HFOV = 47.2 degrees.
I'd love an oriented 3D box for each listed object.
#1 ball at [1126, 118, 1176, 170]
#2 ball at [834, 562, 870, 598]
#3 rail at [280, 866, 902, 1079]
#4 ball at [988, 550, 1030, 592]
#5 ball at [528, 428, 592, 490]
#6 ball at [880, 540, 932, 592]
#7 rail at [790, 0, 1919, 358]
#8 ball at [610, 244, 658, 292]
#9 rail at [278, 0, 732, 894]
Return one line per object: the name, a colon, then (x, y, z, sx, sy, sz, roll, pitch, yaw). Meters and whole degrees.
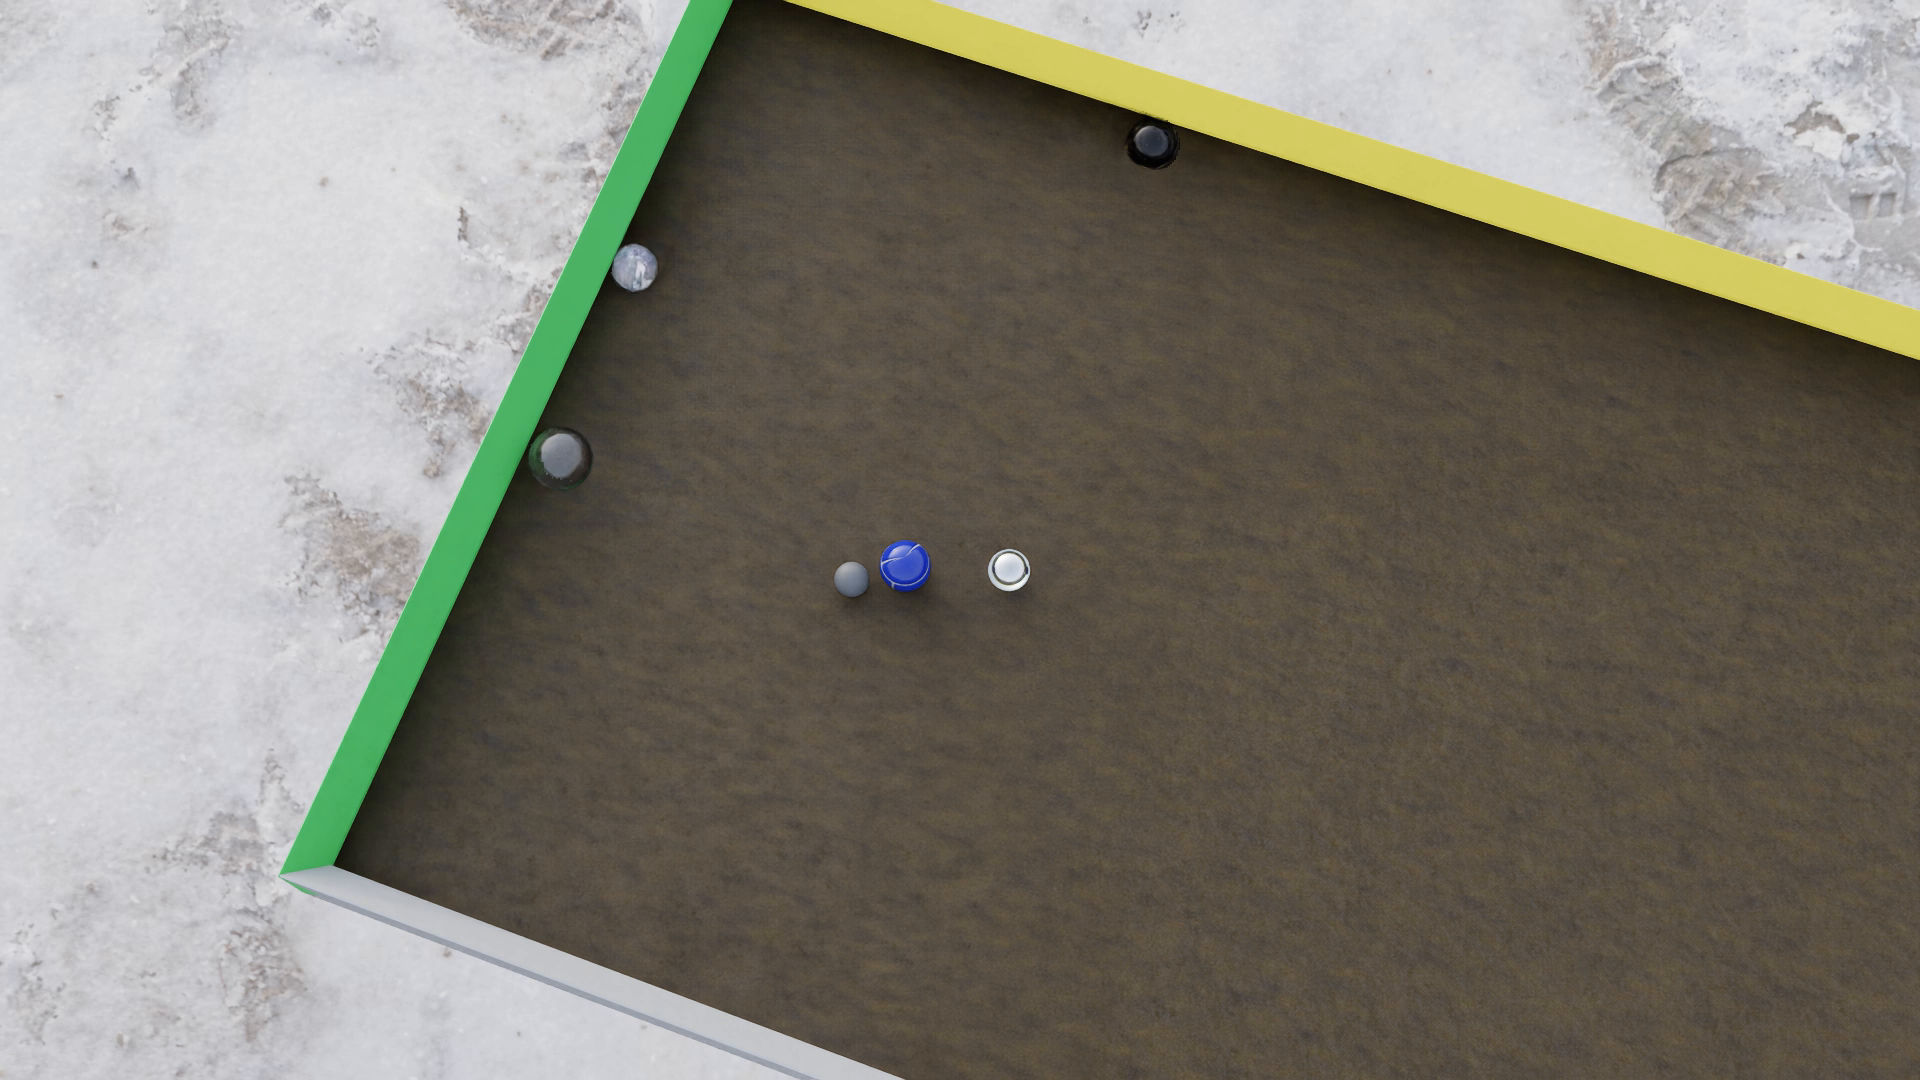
ball: (0.318, -0.658, 3.654, 0.084, 0.084, 0.084, 0, 71, 0)
ball: (-0.168, 0.061, 3.416, 0.055, 0.055, 0.055, 0, 71, 0)
rail: (0.410, 0.958, 3.059, 2.943, 0.128, 0.045, 19, 72, 7)
ball: (0.076, 0.047, 3.415, 0.065, 0.065, 0.065, 0, 71, 0)
ball: (-0.628, -0.128, 3.459, 0.099, 0.099, 0.099, 0, 71, 0)
ball: (-0.085, 0.040, 3.409, 0.081, 0.081, 0.081, 0, 71, 0)
rail: (0.973, -0.501, 3.574, 2.943, 0.128, 0.045, 19, 72, 7)
ball: (-0.531, -0.444, 3.583, 0.076, 0.076, 0.076, 0, 71, 0)
rail: (-0.669, -0.239, 3.482, 0.045, 0.128, 1.694, 19, 72, 7)
